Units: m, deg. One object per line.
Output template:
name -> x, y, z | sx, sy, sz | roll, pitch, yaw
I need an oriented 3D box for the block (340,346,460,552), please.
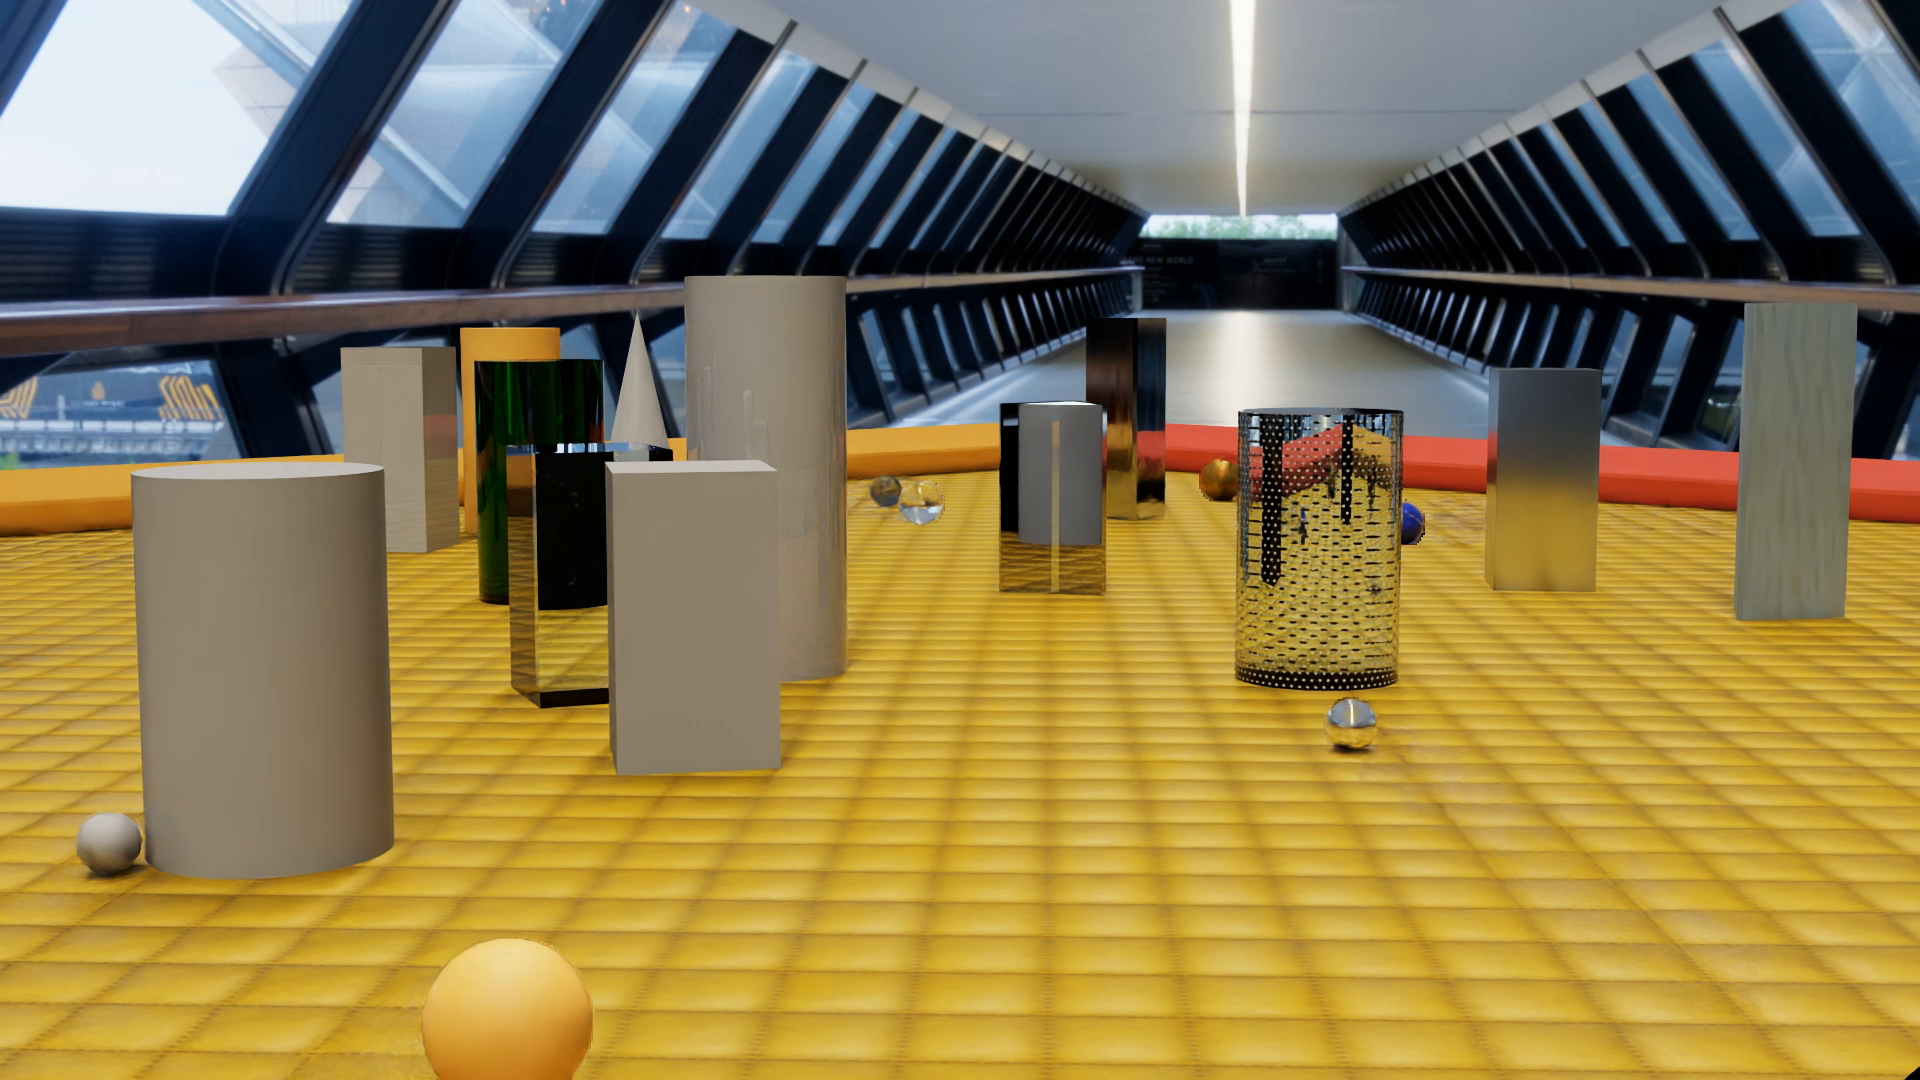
block -> -1.048, -0.173, 4.125 | 0.158, 0.376, 0.158 | 1, 6, 10

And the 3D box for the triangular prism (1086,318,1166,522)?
triangular prism -> 0.383, -0.264, 4.743 | 0.148, 0.428, 0.171 | -4, 7, -33

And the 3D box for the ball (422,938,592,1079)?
ball -> -0.253, 0.271, 1.232 | 0.094, 0.094, 0.094 | 0, 6, 0

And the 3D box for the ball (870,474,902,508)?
ball -> -0.168, -0.112, 4.985 | 0.075, 0.075, 0.075 | 0, 6, 0

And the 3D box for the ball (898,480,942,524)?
ball -> -0.082, -0.078, 4.579 | 0.093, 0.093, 0.093 | 0, 6, 0

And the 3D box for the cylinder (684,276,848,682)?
cylinder -> -0.238, -0.080, 2.711 | 0.197, 0.485, 0.197 | 0, 6, 0

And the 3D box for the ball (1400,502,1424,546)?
ball -> 0.835, -0.031, 4.167 | 0.084, 0.084, 0.084 | 0, 6, 0

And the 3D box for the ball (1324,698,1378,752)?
ball -> 0.396, 0.187, 2.227 | 0.053, 0.053, 0.053 | 0, 6, 0

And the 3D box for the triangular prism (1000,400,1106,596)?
triangular prism -> 0.164, -0.071, 3.524 | 0.171, 0.298, 0.148 | 2, 6, 16

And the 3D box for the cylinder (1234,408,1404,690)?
cylinder -> 0.433, 0.006, 2.661 | 0.197, 0.324, 0.197 | 0, 6, 0

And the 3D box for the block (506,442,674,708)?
block -> -0.429, 0.036, 2.555 | 0.158, 0.287, 0.158 | -3, 6, -23

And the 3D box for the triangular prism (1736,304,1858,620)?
triangular prism -> 1.191, -0.120, 3.235 | 0.171, 0.455, 0.148 | -1, 6, -12

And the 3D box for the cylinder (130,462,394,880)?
cylinder -> -0.571, 0.100, 1.808 | 0.197, 0.315, 0.197 | 0, 6, 0

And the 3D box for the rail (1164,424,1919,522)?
rail -> 1.709, -0.130, 4.900 | 0.045, 0.128, 4.077 | -5, 8, -42

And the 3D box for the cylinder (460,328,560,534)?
cylinder -> -0.906, -0.224, 4.453 | 0.197, 0.409, 0.197 | 0, 6, 0

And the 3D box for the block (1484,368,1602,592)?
block -> 0.939, -0.101, 3.553 | 0.158, 0.350, 0.158 | 1, 6, 8

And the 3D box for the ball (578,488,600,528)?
ball -> -0.737, -0.065, 4.482 | 0.086, 0.086, 0.086 | 0, 6, 0

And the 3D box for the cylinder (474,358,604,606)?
cylinder -> -0.647, -0.094, 3.401 | 0.197, 0.368, 0.197 | 0, 6, 0

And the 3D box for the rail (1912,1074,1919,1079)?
rail -> 1.366, 0.187, 1.859 | 4.698, 0.128, 0.045 | -5, 8, -42

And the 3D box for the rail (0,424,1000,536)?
rail -> -1.366, -0.121, 4.805 | 4.698, 0.128, 0.045 | -5, 8, -42

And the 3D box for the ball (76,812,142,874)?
ball -> -0.675, 0.240, 1.744 | 0.049, 0.049, 0.049 | 0, 6, 0

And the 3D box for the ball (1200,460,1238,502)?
ball -> 0.611, -0.138, 5.133 | 0.097, 0.097, 0.097 | 0, 6, 0

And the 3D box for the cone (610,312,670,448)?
cone -> -0.569, -0.183, 3.901 | 0.197, 0.443, 0.197 | 0, 6, 0

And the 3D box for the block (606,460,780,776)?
block -> -0.268, 0.072, 2.189 | 0.158, 0.291, 0.158 | -1, 6, -11
